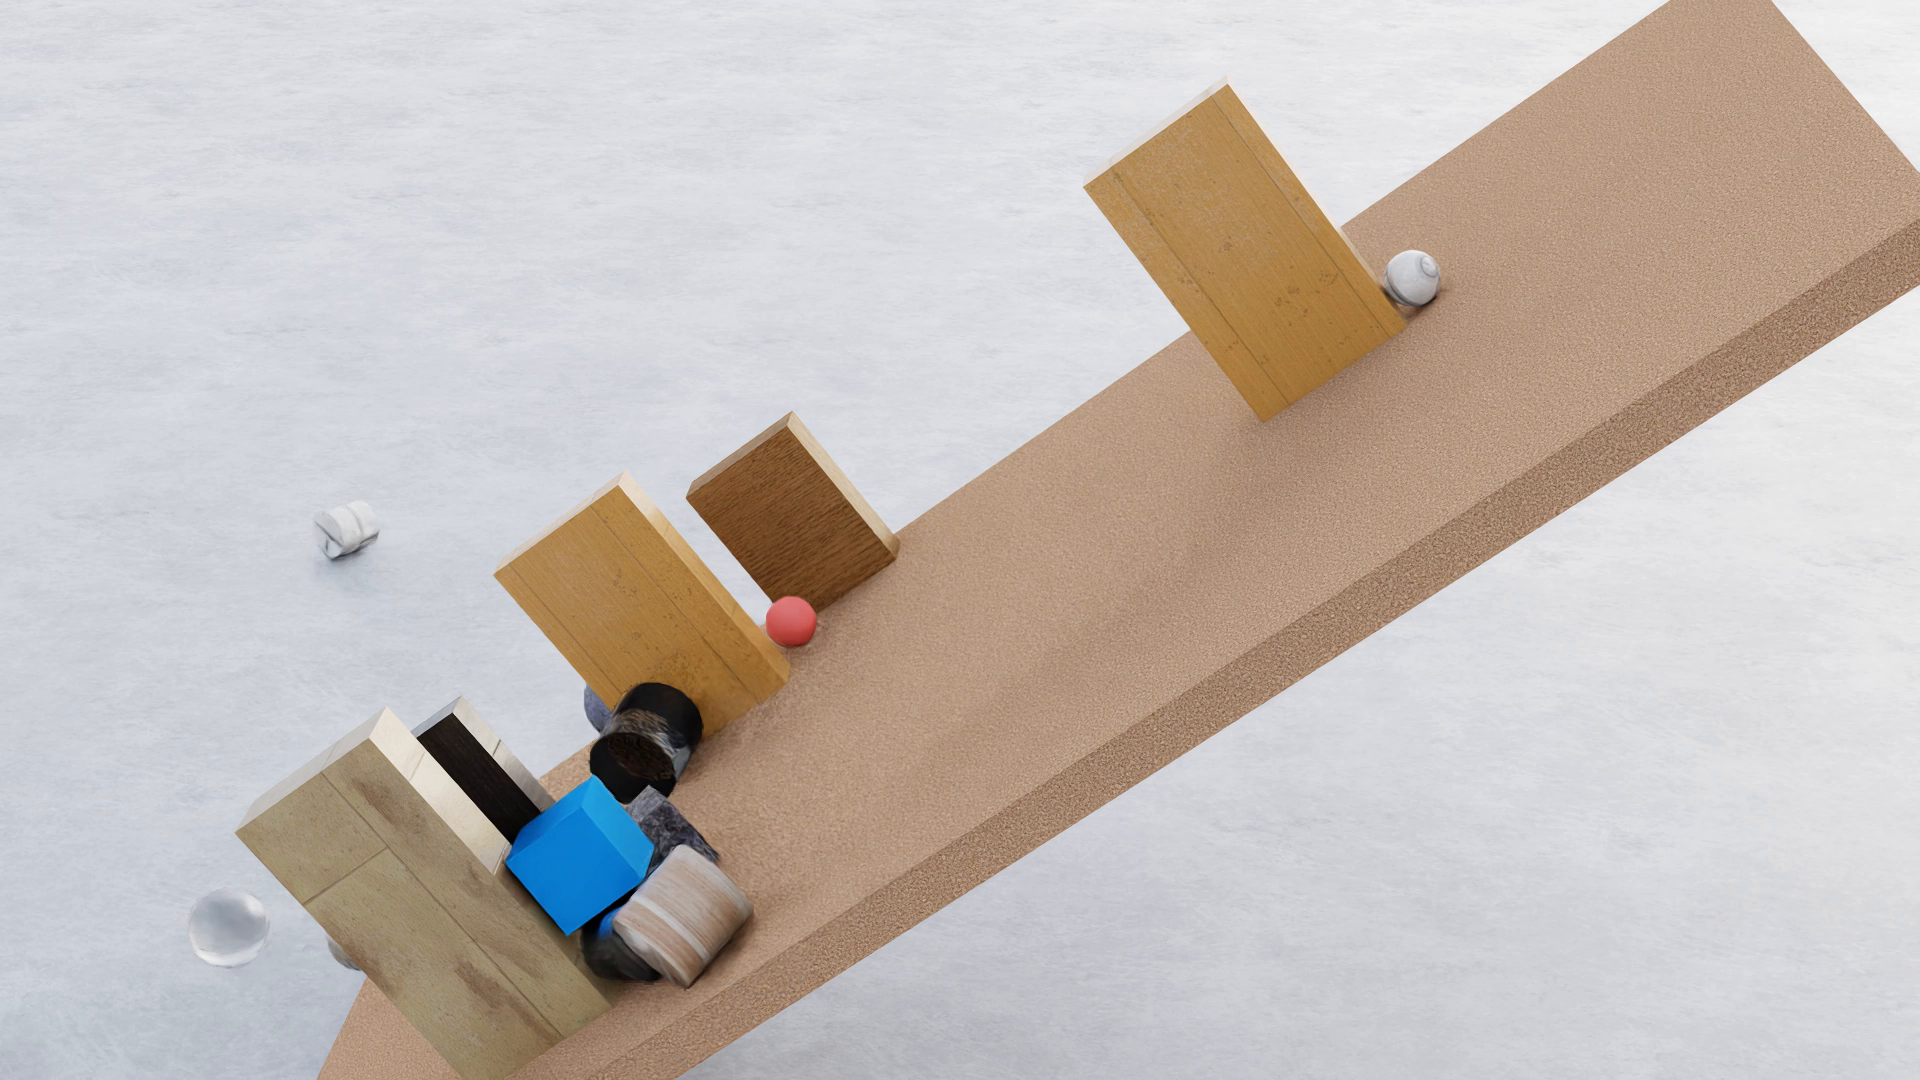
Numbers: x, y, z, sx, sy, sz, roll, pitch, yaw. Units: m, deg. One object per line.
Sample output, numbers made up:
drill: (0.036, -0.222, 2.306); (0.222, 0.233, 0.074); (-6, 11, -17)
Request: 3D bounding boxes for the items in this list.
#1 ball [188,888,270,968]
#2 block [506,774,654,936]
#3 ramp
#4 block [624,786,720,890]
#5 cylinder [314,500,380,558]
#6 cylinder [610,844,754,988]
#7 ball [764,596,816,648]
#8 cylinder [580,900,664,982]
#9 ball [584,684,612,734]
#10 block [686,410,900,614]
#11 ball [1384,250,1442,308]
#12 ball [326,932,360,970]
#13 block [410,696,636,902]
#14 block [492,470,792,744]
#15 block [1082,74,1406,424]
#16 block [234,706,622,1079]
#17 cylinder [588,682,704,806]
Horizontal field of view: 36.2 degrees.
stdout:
ball: (-1.843, 0.977, 7.412); (0.200, 0.200, 0.200); (0, 23, 0)
block: (-0.763, 0.633, 5.924); (0.195, 0.195, 0.195); (-36, 11, 10)
ramp: (0.128, 0.179, 6.323); (4.000, 0.100, 2.000); (-34, 16, 17)
block: (-0.649, 0.655, 6.241); (0.174, 0.174, 0.174); (-43, 15, -11)
cylinder: (-2.063, -0.037, 9.888); (0.156, 0.156, 0.156); (20, 30, 39)
cylinder: (-0.539, 0.730, 5.714); (0.197, 0.197, 0.197); (23, 64, 43)
ball: (-0.407, 0.197, 7.069); (0.124, 0.124, 0.124); (0, 23, 0)
cylinder: (-0.651, 0.799, 5.862); (0.160, 0.160, 0.160); (-14, 0, -30)
ball: (-0.834, 0.397, 7.325); (0.207, 0.207, 0.207); (0, 23, 0)
block: (-0.406, -0.047, 7.185); (0.318, 0.428, 0.108); (-34, 16, 17)
ball: (0.938, -0.542, 6.099); (0.118, 0.118, 0.118); (0, 23, 0)
ball: (-1.471, 0.973, 7.227); (0.168, 0.168, 0.168); (0, 23, 0)
block: (-0.941, 0.631, 6.143); (0.243, 0.615, 0.081); (-34, 16, 17)
block: (-0.745, 0.191, 6.925); (0.385, 0.620, 0.096); (-34, 16, 17)
block: (0.589, -0.596, 6.073); (0.362, 0.635, 0.081); (-34, 16, 17)
block: (-1.056, 0.729, 5.899); (0.361, 0.739, 0.140); (-34, 16, 17)
cylinder: (-0.730, 0.476, 6.849); (0.210, 0.210, 0.210); (5, 31, 12)
